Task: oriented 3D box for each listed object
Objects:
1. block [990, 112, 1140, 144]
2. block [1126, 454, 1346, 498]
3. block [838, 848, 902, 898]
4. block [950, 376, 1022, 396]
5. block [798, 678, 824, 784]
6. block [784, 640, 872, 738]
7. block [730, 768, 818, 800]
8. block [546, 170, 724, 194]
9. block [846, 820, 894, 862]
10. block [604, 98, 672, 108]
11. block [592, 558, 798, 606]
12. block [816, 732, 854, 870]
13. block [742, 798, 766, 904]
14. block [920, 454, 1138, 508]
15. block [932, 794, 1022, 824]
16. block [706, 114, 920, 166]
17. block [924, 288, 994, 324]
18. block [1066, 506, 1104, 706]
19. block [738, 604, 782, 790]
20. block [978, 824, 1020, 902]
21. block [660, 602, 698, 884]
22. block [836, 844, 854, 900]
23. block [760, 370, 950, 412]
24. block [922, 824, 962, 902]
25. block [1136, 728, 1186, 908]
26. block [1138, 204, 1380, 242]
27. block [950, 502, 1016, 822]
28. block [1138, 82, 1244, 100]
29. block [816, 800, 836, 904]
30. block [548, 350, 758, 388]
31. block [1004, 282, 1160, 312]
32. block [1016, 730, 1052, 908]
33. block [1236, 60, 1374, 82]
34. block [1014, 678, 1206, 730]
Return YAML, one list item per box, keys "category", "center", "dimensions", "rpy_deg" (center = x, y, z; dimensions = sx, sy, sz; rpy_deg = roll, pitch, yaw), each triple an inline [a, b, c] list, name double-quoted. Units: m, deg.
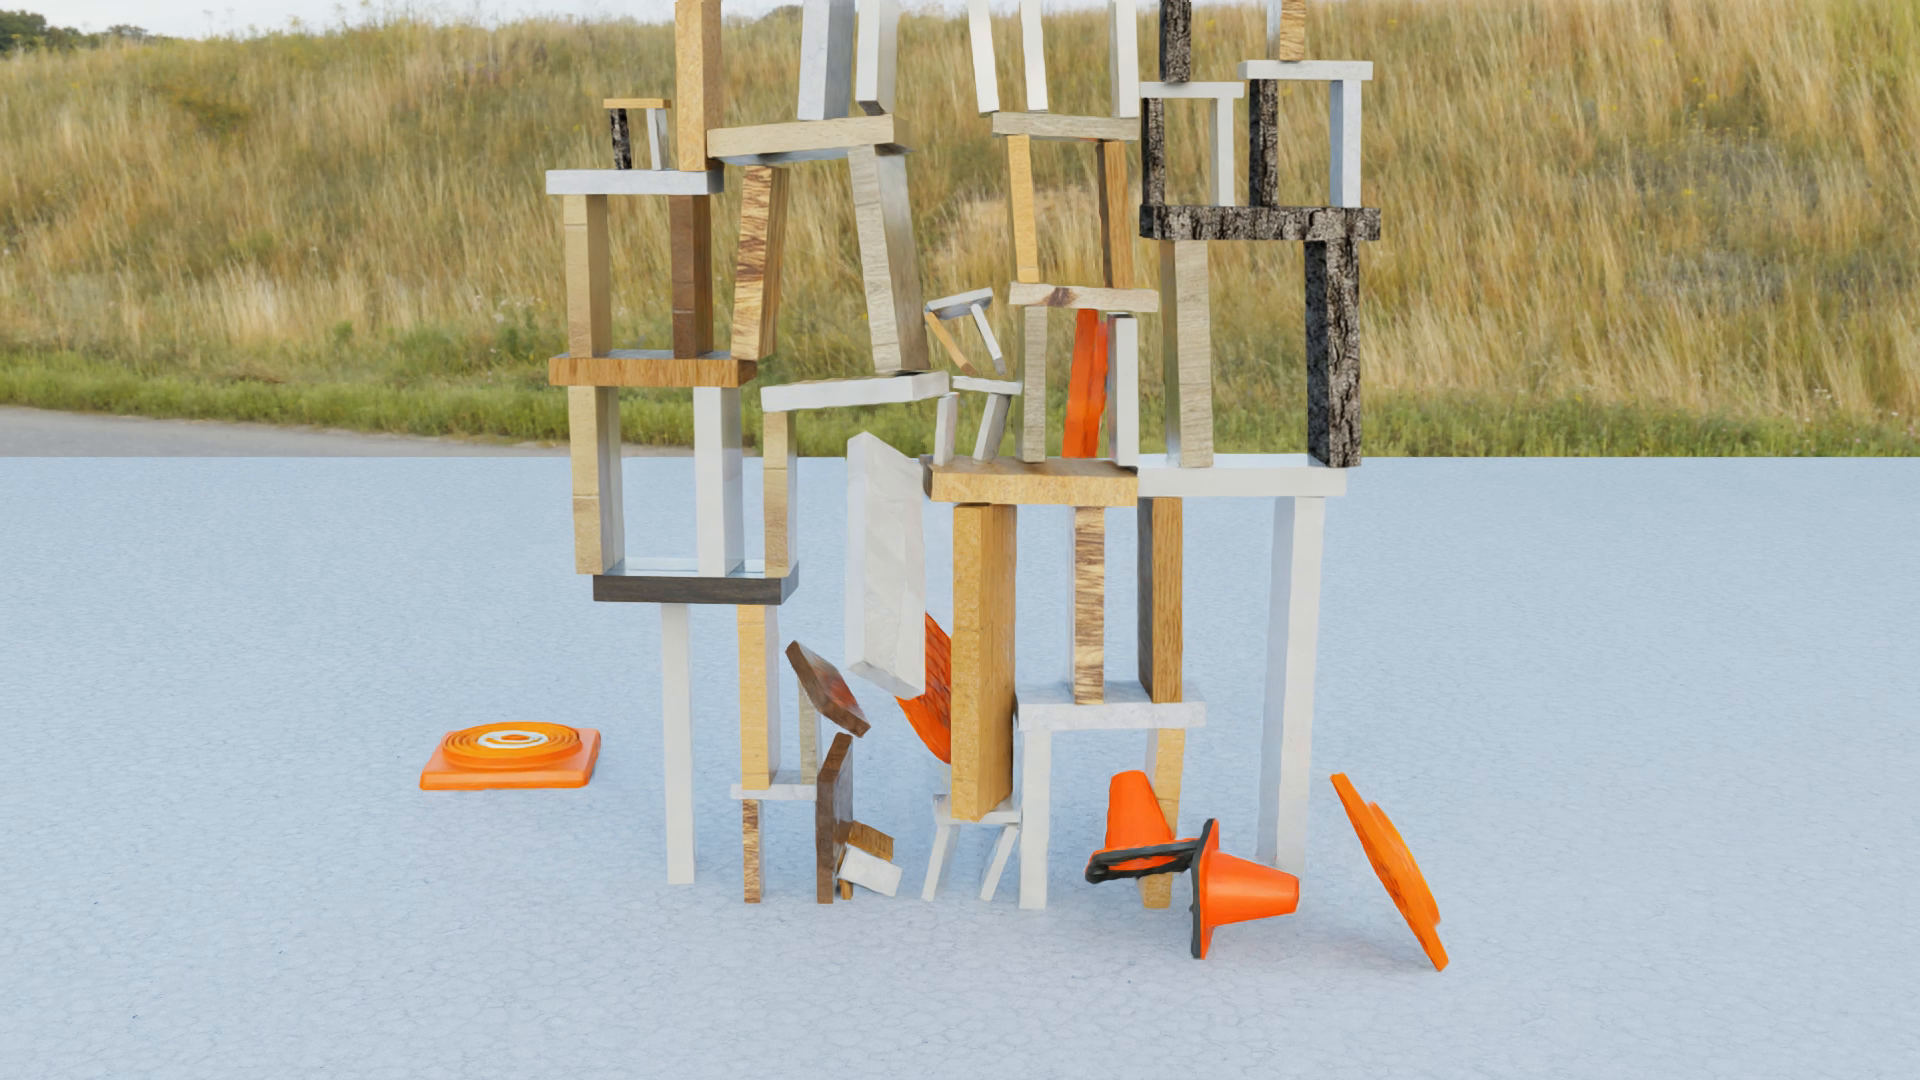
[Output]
- category: "block"
  center: [0.163, -0.647, 3.461]
  dimensions: [0.227, 0.032, 0.113]
  rpy_deg: [3, 7, -2]
- category: "block"
  center: [0.440, -0.105, 3.552]
  dimensions: [0.333, 0.047, 0.167]
  rpy_deg: [0, 10, -4]
- category: "block"
  center: [-0.148, 0.550, 3.632]
  dimensions: [0.102, 0.051, 0.014]
  rpy_deg: [24, -17, -23]
- category: "block"
  center: [0.042, -0.244, 3.477]
  dimensions: [0.108, 0.015, 0.054]
  rpy_deg: [6, 9, -6]
- category: "block"
  center: [-0.245, 0.300, 3.610]
  dimensions: [0.026, 0.184, 0.092]
  rpy_deg: [-1, 11, 3]
- category: "block"
  center: [-0.204, 0.228, 3.378]
  dimensions: [0.092, 0.026, 0.184]
  rpy_deg: [37, 9, -33]
- category: "block"
  center: [-0.283, 0.403, 3.629]
  dimensions: [0.178, 0.025, 0.089]
  rpy_deg: [1, 11, 3]
- category: "block"
  center: [-0.512, -0.567, 3.479]
  dimensions: [0.255, 0.036, 0.127]
  rpy_deg: [1, 11, 6]
- category: "block"
  center: [-0.158, 0.494, 3.650]
  dimensions: [0.102, 0.014, 0.051]
  rpy_deg: [27, 24, -14]
- category: "block"
  center: [-0.507, -0.687, 3.460]
  dimensions: [0.095, 0.014, 0.048]
  rpy_deg: [2, 11, 9]
- category: "block"
  center: [-0.428, 0.066, 3.581]
  dimensions: [0.306, 0.043, 0.153]
  rpy_deg: [1, 11, 6]
- category: "block"
  center: [-0.196, 0.414, 3.462]
  dimensions: [0.026, 0.271, 0.092]
  rpy_deg: [16, 54, 9]
- category: "block"
  center: [-0.342, 0.503, 3.651]
  dimensions: [0.025, 0.178, 0.089]
  rpy_deg: [0, 11, 1]
- category: "block"
  center: [0.106, -0.096, 3.506]
  dimensions: [0.326, 0.046, 0.163]
  rpy_deg: [1, 12, -9]
- category: "block"
  center: [0.028, 0.441, 3.611]
  dimensions: [0.142, 0.020, 0.071]
  rpy_deg: [0, 18, -3]
- category: "block"
  center: [-0.228, -0.623, 3.434]
  dimensions: [0.299, 0.042, 0.149]
  rpy_deg: [-2, 3, 14]
- category: "block"
  center: [-0.004, -0.374, 3.517]
  dimensions: [0.107, 0.015, 0.054]
  rpy_deg: [-15, -17, -15]
- category: "block"
  center: [0.203, 0.089, 3.573]
  dimensions: [0.046, 0.326, 0.163]
  rpy_deg: [-1, 11, -2]
- category: "block"
  center: [-0.328, 0.240, 3.602]
  dimensions: [0.043, 0.306, 0.153]
  rpy_deg: [0, 11, 3]
- category: "block"
  center: [0.065, 0.519, 3.638]
  dimensions: [0.020, 0.142, 0.071]
  rpy_deg: [19, 20, -3]
- category: "block"
  center: [-0.478, 0.317, 3.744]
  dimensions: [0.043, 0.509, 0.153]
  rpy_deg: [-1, 11, -4]
- category: "block"
  center: [-0.194, 0.541, 3.652]
  dimensions: [0.014, 0.102, 0.051]
  rpy_deg: [-9, 11, 3]
- category: "block"
  center: [-0.164, -0.234, 3.443]
  dimensions: [0.264, 0.037, 0.132]
  rpy_deg: [-2, 7, 25]
- category: "block"
  center: [-0.028, 0.521, 3.648]
  dimensions: [0.020, 0.142, 0.071]
  rpy_deg: [17, 15, 16]
- category: "block"
  center: [0.331, 0.440, 3.644]
  dimensions: [0.043, 0.302, 0.151]
  rpy_deg: [4, 10, -2]
- category: "block"
  center: [0.470, -0.503, 3.484]
  dimensions: [0.353, 0.050, 0.176]
  rpy_deg: [0, 10, -3]
- category: "block"
  center: [0.039, 0.183, 3.536]
  dimensions: [0.046, 0.509, 0.163]
  rpy_deg: [5, 13, 21]
- category: "block"
  center: [0.356, -0.704, 3.446]
  dimensions: [0.166, 0.023, 0.083]
  rpy_deg: [0, 10, -3]
- category: "block"
  center: [-0.222, 0.503, 3.649]
  dimensions: [0.025, 0.178, 0.089]
  rpy_deg: [0, 11, 1]
- category: "block"
  center: [-0.490, -0.276, 3.527]
  dimensions: [0.303, 0.043, 0.152]
  rpy_deg: [1, 10, 6]
- category: "block"
  center: [0.190, -0.384, 3.486]
  dimensions: [0.233, 0.033, 0.117]
  rpy_deg: [3, 6, -4]
- category: "block"
  center: [0.122, 0.440, 3.643]
  dimensions: [0.043, 0.302, 0.151]
  rpy_deg: [1, 11, 0]
- category: "block"
  center: [0.539, -0.735, 3.449]
  dimensions: [0.195, 0.028, 0.098]
  rpy_deg: [0, 10, -3]
- category: "block"
  center: [0.242, 0.270, 3.610]
  dimensions: [0.302, 0.043, 0.151]
  rpy_deg: [-1, 11, -3]
